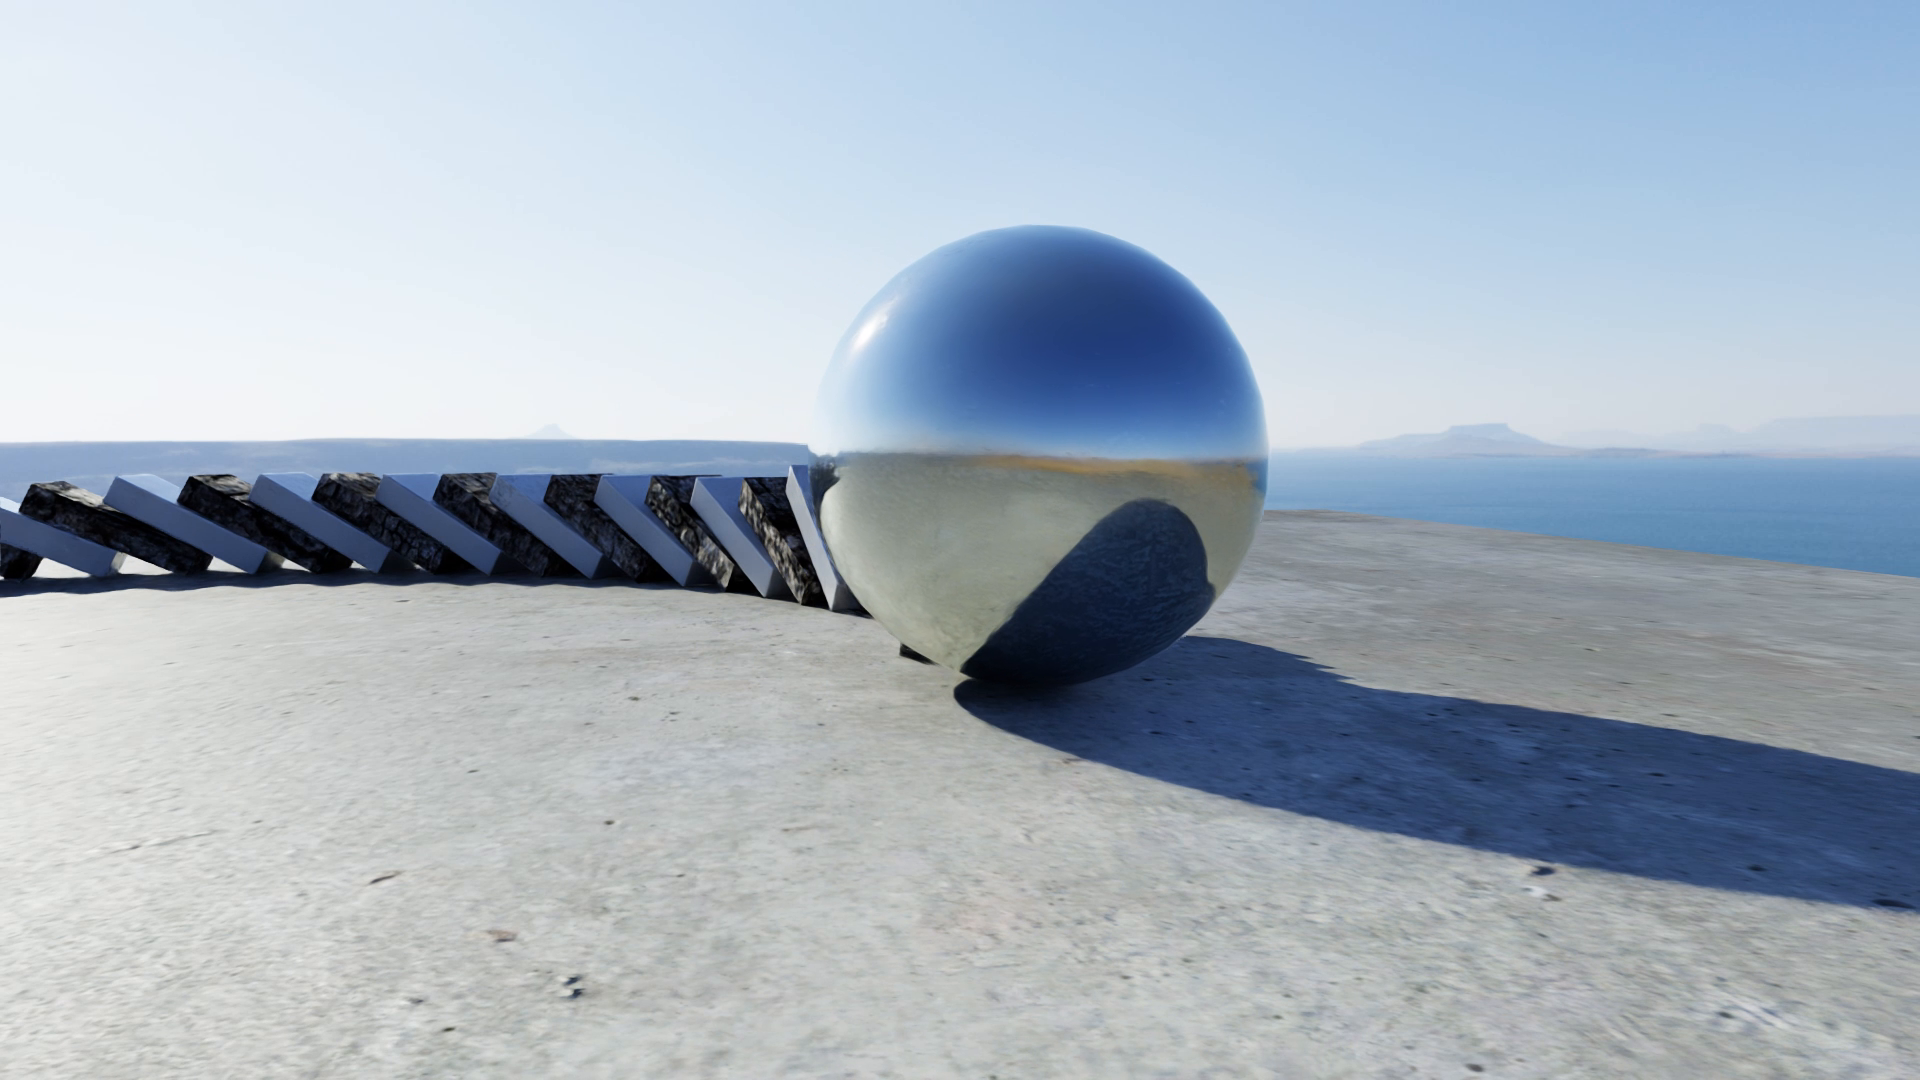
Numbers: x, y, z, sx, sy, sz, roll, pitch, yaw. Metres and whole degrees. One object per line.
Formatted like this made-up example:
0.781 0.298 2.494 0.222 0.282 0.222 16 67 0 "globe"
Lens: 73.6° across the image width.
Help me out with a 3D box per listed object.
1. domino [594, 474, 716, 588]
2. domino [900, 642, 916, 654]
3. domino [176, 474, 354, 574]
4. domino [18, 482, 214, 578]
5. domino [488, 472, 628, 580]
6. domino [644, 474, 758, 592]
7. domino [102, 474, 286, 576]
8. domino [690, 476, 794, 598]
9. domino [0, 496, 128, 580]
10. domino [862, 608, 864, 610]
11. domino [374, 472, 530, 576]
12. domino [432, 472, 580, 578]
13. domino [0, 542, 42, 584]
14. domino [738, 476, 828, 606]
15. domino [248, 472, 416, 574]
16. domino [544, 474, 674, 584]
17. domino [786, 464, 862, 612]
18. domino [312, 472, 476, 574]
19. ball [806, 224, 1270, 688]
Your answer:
-0.089 -0.004 0.401 0.050 0.009 0.025 38 26 31 "domino"
-0.001 -0.001 0.269 0.025 0.050 0.010 0 -28 -5 "domino"
-0.230 -0.006 0.428 0.050 0.010 0.025 28 3 -4 "domino"
-0.271 -0.004 0.415 0.050 0.009 0.025 26 -3 -16 "domino"
-0.127 -0.005 0.419 0.050 0.009 0.025 33 18 21 "domino"
-0.072 -0.003 0.389 0.025 0.009 0.050 -4 35 -44 "domino"
-0.250 -0.005 0.423 0.050 0.009 0.025 29 -1 -11 "domino"
-0.056 -0.002 0.375 0.025 0.010 0.050 -3 35 -39 "domino"
-0.292 -0.003 0.403 0.050 0.010 0.025 26 -7 -23 "domino"
-0.012 -0.003 0.332 0.025 0.009 0.050 4 43 -6 "domino"
-0.167 -0.006 0.429 0.050 0.010 0.025 31 12 12 "domino"
-0.147 -0.006 0.425 0.050 0.010 0.025 32 15 16 "domino"
-0.311 -0.002 0.392 0.050 0.009 0.025 27 -8 -27 "domino"
-0.042 -0.001 0.360 0.025 0.009 0.050 -3 34 -31 "domino"
-0.209 -0.006 0.431 0.050 0.010 0.025 30 6 2 "domino"
-0.107 -0.005 0.411 0.050 0.009 0.025 36 22 26 "domino"
-0.028 -0.002 0.345 0.025 0.009 0.050 -2 40 -24 "domino"
-0.188 -0.006 0.431 0.050 0.010 0.025 30 9 7 "domino"
0.013 -0.014 0.225 0.080 0.080 0.080 0 4 0 "ball"
